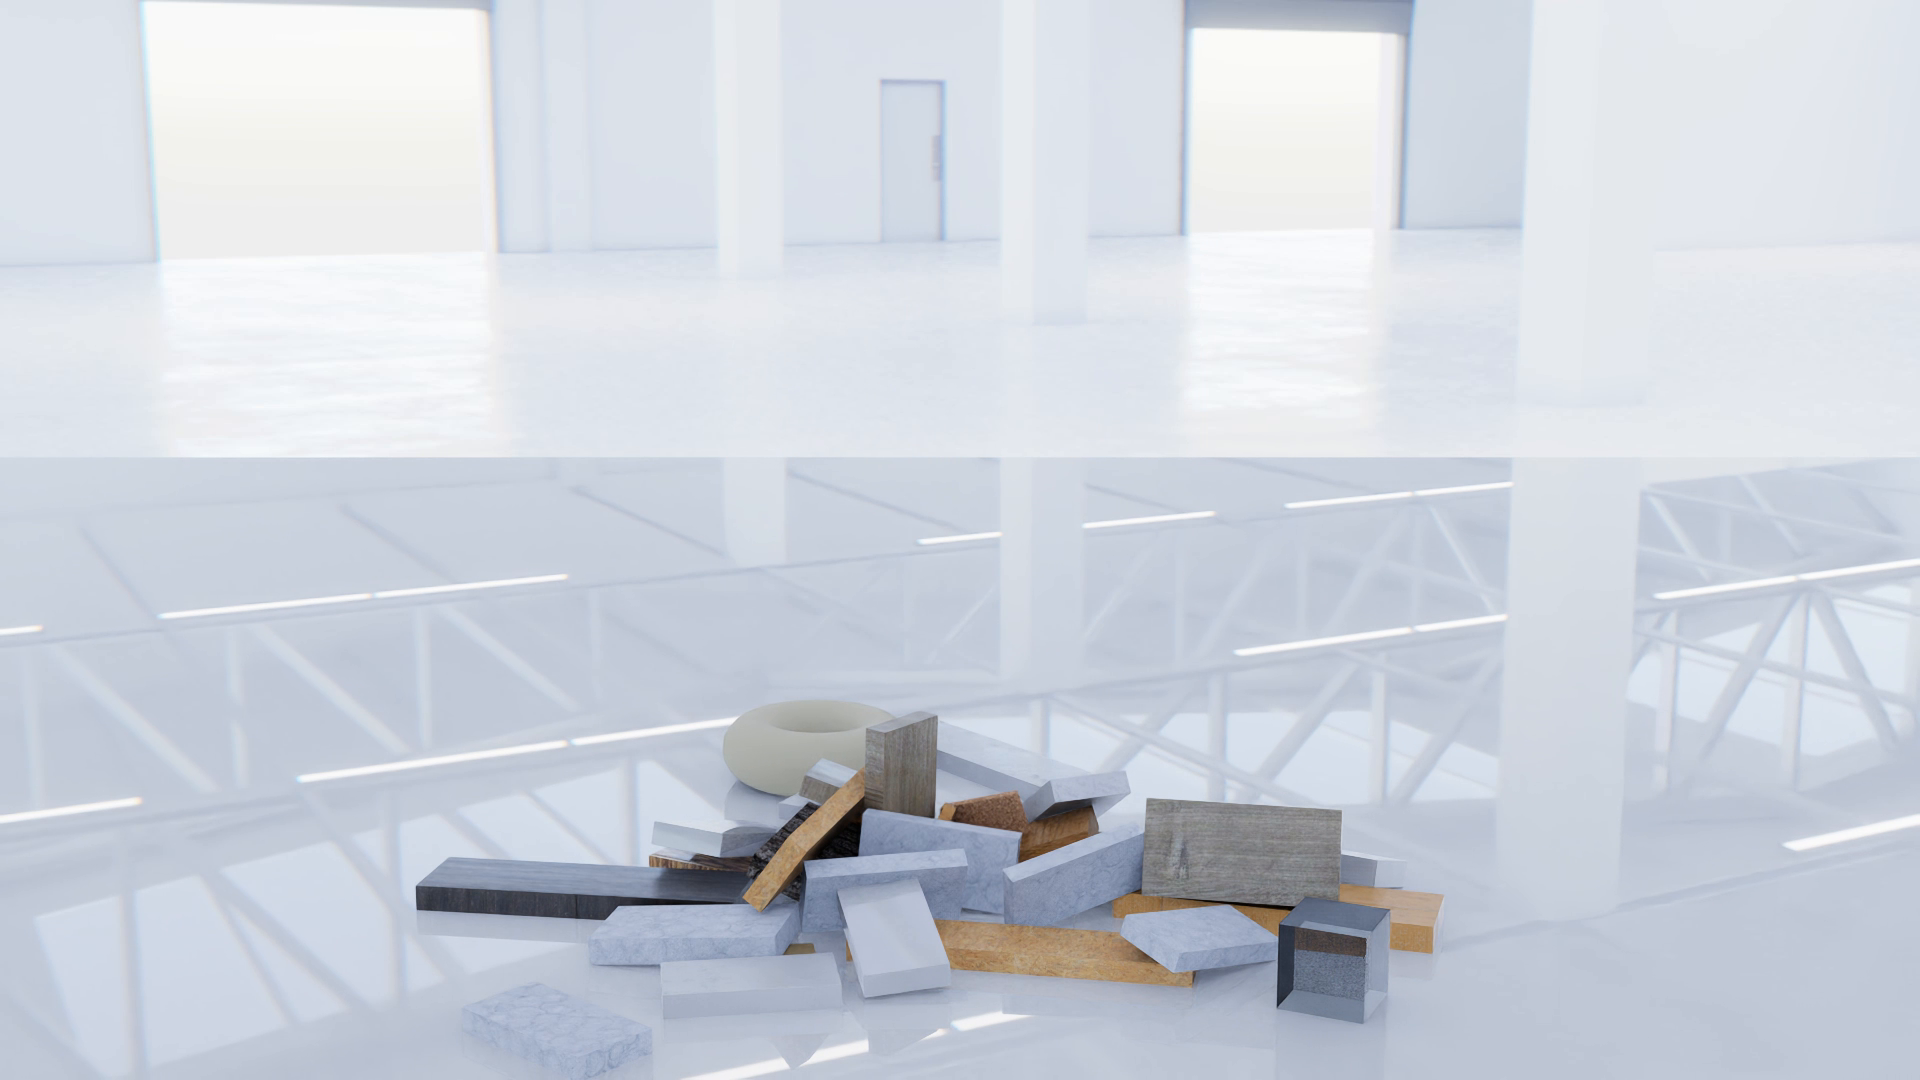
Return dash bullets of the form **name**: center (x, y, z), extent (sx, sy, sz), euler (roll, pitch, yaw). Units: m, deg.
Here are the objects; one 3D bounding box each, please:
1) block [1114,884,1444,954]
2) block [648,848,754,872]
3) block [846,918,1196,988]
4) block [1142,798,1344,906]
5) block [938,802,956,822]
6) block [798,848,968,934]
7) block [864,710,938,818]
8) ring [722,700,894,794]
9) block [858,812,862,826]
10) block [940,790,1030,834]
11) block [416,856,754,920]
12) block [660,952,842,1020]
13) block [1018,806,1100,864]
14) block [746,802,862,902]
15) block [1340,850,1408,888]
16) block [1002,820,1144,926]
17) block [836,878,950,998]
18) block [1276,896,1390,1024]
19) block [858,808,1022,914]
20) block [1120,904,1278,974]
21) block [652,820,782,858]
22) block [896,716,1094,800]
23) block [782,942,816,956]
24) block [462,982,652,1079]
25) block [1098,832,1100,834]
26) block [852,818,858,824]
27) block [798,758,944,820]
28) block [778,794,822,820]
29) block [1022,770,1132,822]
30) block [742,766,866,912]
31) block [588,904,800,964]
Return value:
- **block**: center (0.513, 0.590, 3.547), extent (0.509, 0.044, 0.154), euler (3, 11, 18)
- **block**: center (-0.417, 0.557, 3.768), extent (0.209, 0.030, 0.104), euler (6, 12, 29)
- **block**: center (0.097, 0.628, 3.372), extent (0.530, 0.033, 0.118), euler (2, 11, 11)
- **block**: center (0.448, 0.496, 3.494), extent (0.309, 0.154, 0.044), euler (2, -5, 12)
- **block**: center (-0.046, 0.509, 3.683), extent (0.020, 0.144, 0.072), euler (25, -6, 2)
- **block**: center (-0.123, 0.557, 3.490), extent (0.257, 0.129, 0.036), euler (-2, 40, -13)
- **block**: center (-0.100, 0.441, 3.695), extent (0.040, 0.283, 0.141), euler (11, 15, 36)
- **ring**: center (-0.280, 0.407, 4.320), extent (0.373, 0.124, 0.373), euler (1, 11, 0)
- **block**: center (-0.153, 0.508, 3.876), extent (0.058, 0.016, 0.116), euler (21, -17, 2)
- **block**: center (0.042, 0.472, 3.724), extent (0.144, 0.072, 0.020), euler (-14, 9, 28)
- **block**: center (-0.613, 0.578, 3.620), extent (0.533, 0.042, 0.147), euler (2, 11, 8)
- **block**: center (-0.308, 0.653, 3.228), extent (0.257, 0.036, 0.129), euler (-2, 11, -9)
- **block**: center (0.089, 0.522, 3.685), extent (0.283, 0.040, 0.141), euler (-17, 8, 10)
- **block**: center (-0.241, 0.534, 3.714), extent (0.147, 0.042, 0.294), euler (25, 15, 9)
- **block**: center (0.580, 0.538, 3.714), extent (0.309, 0.044, 0.154), euler (6, -5, 30)
- **block**: center (0.181, 0.538, 3.489), extent (0.236, 0.118, 0.033), euler (-17, 37, -21)
- **block**: center (-0.103, 0.601, 3.337), extent (0.129, 0.037, 0.258), euler (-6, 21, -10)
- **block**: center (0.545, 0.610, 3.205), extent (0.129, 0.129, 0.129), euler (5, 12, 25)
- **block**: center (-0.036, 0.525, 3.590), extent (0.258, 0.129, 0.037), euler (8, 9, 9)
- **block**: center (0.367, 0.603, 3.333), extent (0.236, 0.033, 0.118), euler (4, 18, -43)
- **block**: center (-0.391, 0.512, 3.780), extent (0.139, 0.039, 0.277), euler (6, -3, 28)
- **block**: center (0.039, 0.436, 4.390), extent (0.139, 0.039, 0.600), euler (-8, 13, -37)
- **block**: center (-0.280, 0.638, 3.366), extent (0.116, 0.016, 0.058), euler (-2, 11, -9)
- **block**: center (-0.563, 0.683, 3.067), extent (0.257, 0.036, 0.129), euler (9, 14, 41)
- **block**: center (0.363, 0.516, 3.718), extent (0.360, 0.020, 0.072), euler (-6, -27, 45)
- **block**: center (-0.188, 0.503, 4.054), extent (0.209, 0.030, 0.104), euler (-2, 11, -10)
- **block**: center (-0.140, 0.472, 3.944), extent (0.277, 0.039, 0.139), euler (20, 10, 6)
- **block**: center (-0.234, 0.476, 4.039), extent (0.104, 0.030, 0.209), euler (5, 12, 26)
- **block**: center (0.173, 0.469, 3.808), extent (0.141, 0.040, 0.283), euler (-4, -22, -22)
- **block**: center (-0.225, 0.472, 3.609), extent (0.037, 0.129, 0.485), euler (38, 17, 5)
- **block**: center (-0.408, 0.608, 3.395), extent (0.294, 0.042, 0.147), euler (-3, 10, 11)
